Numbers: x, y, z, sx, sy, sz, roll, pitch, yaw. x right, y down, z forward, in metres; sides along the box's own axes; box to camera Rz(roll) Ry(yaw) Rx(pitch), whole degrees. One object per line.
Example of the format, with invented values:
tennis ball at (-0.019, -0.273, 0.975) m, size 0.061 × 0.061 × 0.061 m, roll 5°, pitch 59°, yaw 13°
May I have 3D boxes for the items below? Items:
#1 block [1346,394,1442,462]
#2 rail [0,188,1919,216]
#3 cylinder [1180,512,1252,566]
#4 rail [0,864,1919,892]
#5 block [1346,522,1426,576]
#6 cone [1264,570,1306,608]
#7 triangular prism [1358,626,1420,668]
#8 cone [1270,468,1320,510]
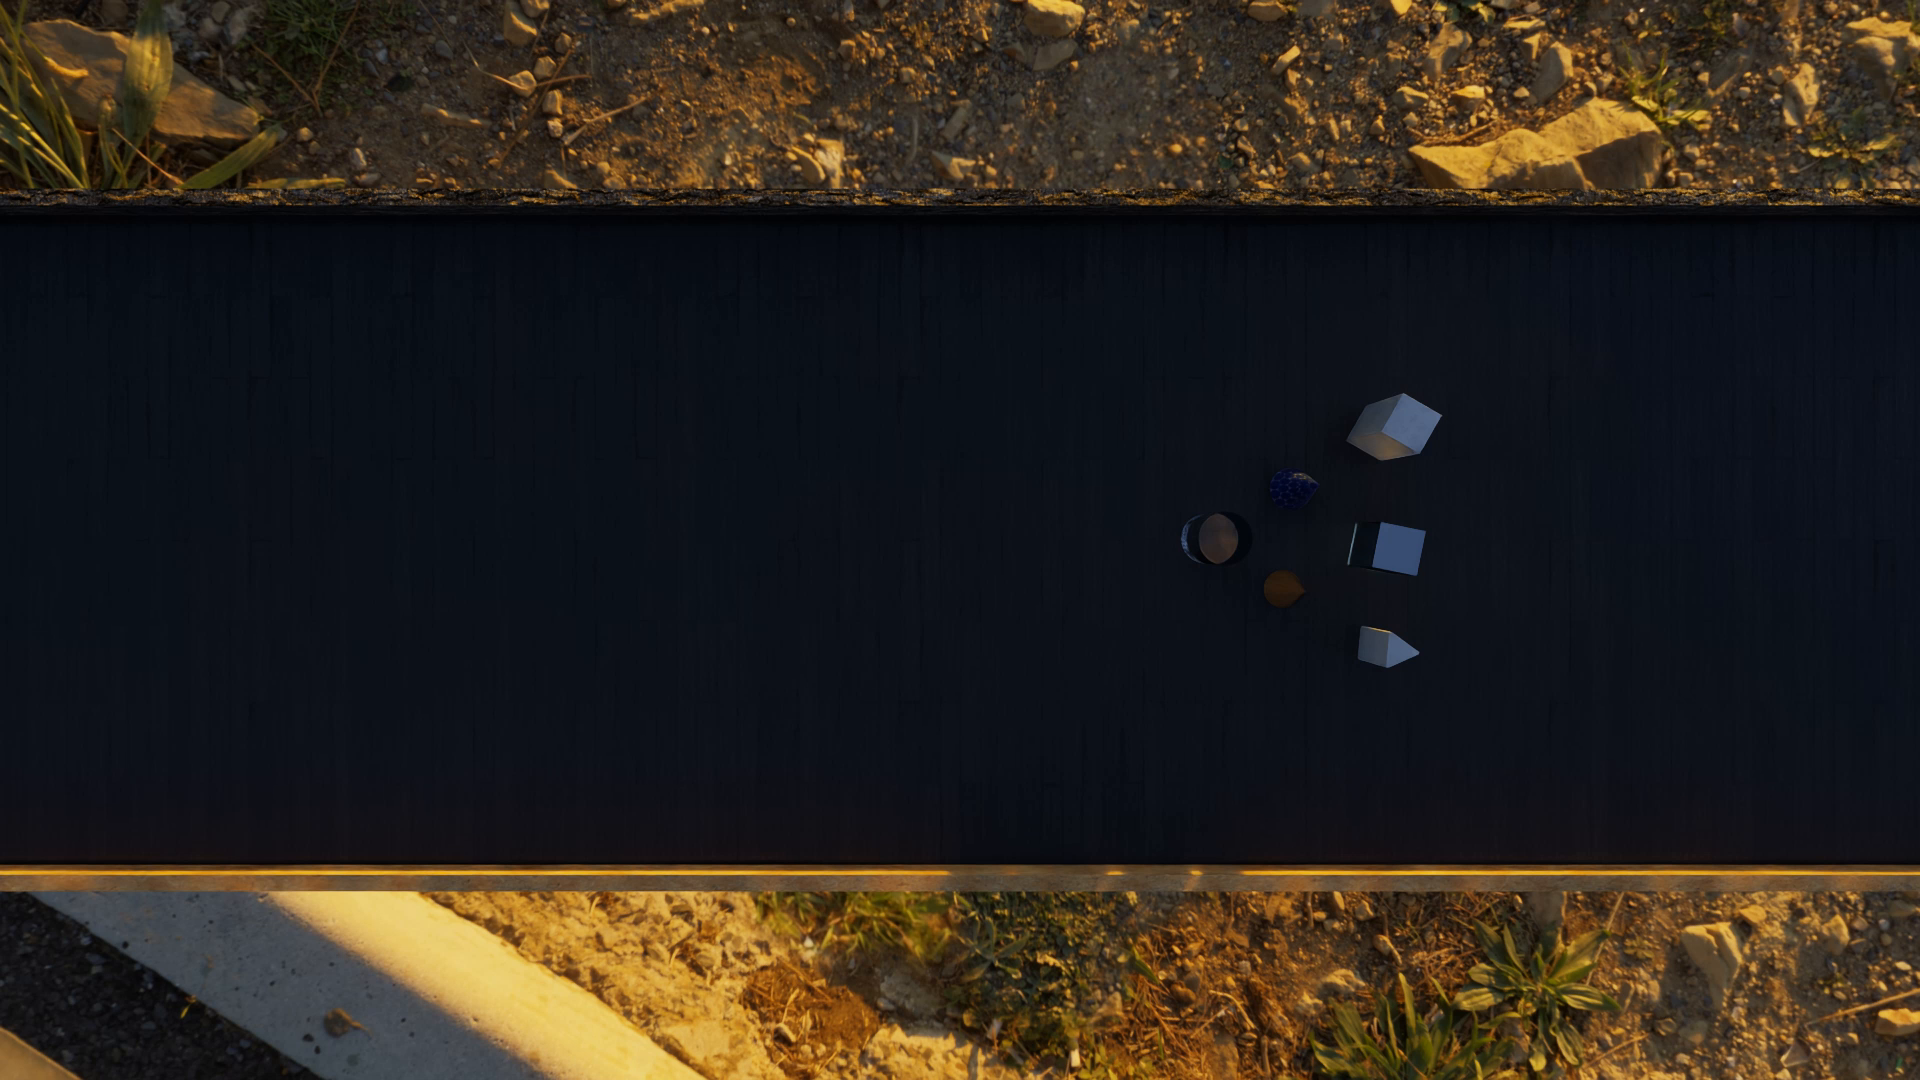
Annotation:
block at (1.272, -0.329, 4.862) m, size 0.125 × 0.429 × 0.125 m, roll 30°, pitch 90°, yaw 0°
rail at (-2.247, -1.025, 5.002) m, size 12.000 × 0.150 × 0.050 m, roll 0°, pitch 90°, yaw 0°
cylinder at (0.757, -0.004, 4.891) m, size 0.155 × 0.371 × 0.155 m, roll 0°, pitch 90°, yaw 0°
rail at (-2.247, 1.025, 5.001) m, size 12.000 × 0.150 × 0.050 m, roll 0°, pitch 90°, yaw 0°
block at (1.269, 0.026, 4.923) m, size 0.132 × 0.308 × 0.132 m, roll 12°, pitch 90°, yaw 0°
cone at (0.994, 0.150, 4.905) m, size 0.118 × 0.342 × 0.118 m, roll 0°, pitch 90°, yaw 0°
triangular prism at (1.254, 0.305, 4.907) m, size 0.103 × 0.339 × 0.089 m, roll -24°, pitch 90°, yaw 0°
cone at (1.020, -0.157, 4.876) m, size 0.133 × 0.402 × 0.133 m, roll 0°, pitch 90°, yaw 0°
